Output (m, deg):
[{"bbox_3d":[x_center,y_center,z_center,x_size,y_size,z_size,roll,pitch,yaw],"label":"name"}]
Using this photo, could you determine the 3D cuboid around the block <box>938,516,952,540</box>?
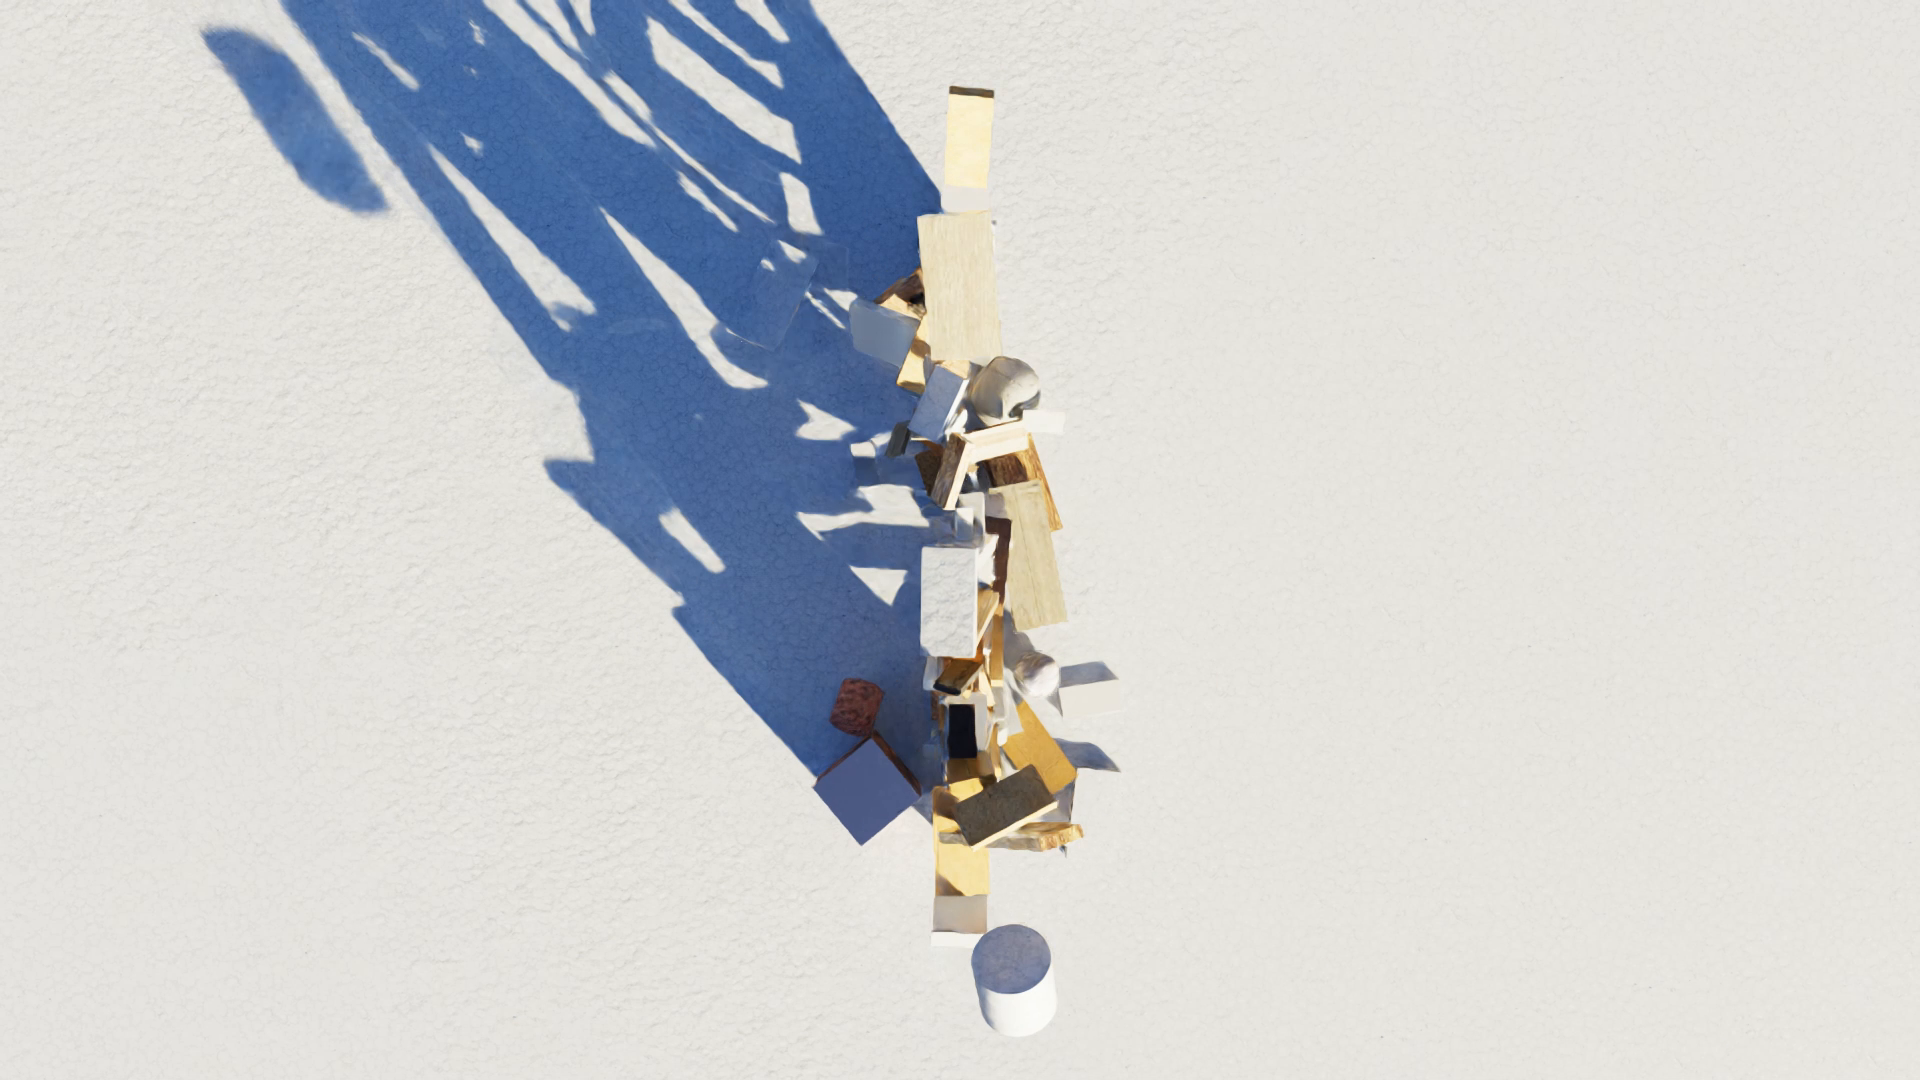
[{"bbox_3d":[0.018,0.020,5.243,0.173,0.049,0.346,-2,48,7],"label":"block"}]

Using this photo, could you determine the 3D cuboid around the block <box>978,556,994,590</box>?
[{"bbox_3d":[0.053,0.104,4.642,0.067,0.019,0.134,13,115,10],"label":"block"}]

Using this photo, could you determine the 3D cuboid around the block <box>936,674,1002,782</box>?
[{"bbox_3d":[0.024,0.565,4.991,0.167,0.047,0.335,-6,53,-1],"label":"block"}]

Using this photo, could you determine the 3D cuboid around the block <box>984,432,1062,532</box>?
[{"bbox_3d":[0.202,-0.173,5.460,0.172,0.049,0.344,-19,90,-11],"label":"block"}]

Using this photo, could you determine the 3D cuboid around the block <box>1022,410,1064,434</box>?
[{"bbox_3d":[0.265,-0.379,5.285,0.137,0.019,0.068,4,93,-12],"label":"block"}]

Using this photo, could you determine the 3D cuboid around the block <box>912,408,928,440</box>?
[{"bbox_3d":[-0.108,-0.326,4.644,0.050,0.014,0.101,-2,57,5],"label":"block"}]

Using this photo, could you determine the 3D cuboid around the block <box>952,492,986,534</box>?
[{"bbox_3d":[0.024,-0.042,4.679,0.091,0.026,0.182,-2,93,10],"label":"block"}]

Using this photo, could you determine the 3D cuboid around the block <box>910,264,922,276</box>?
[{"bbox_3d":[-0.073,-0.807,5.121,0.135,0.270,0.038,20,117,3],"label":"block"}]

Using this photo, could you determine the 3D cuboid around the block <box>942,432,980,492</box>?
[{"bbox_3d":[-0.011,-0.245,5.203,0.095,0.027,0.190,-3,114,37],"label":"block"}]

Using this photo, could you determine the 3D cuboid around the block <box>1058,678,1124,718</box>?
[{"bbox_3d":[0.436,0.527,5.486,0.203,0.029,0.102,-8,90,0],"label":"block"}]

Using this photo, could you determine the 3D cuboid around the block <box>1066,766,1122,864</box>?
[{"bbox_3d":[0.445,0.912,5.479,0.151,0.043,0.302,7,90,0],"label":"block"}]

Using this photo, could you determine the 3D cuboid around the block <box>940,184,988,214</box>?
[{"bbox_3d":[0.002,-0.913,4.908,0.135,0.038,0.270,6,90,0],"label":"block"}]

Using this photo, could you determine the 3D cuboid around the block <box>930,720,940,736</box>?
[{"bbox_3d":[0.002,0.451,5.223,0.173,0.049,0.346,1,64,3],"label":"block"}]

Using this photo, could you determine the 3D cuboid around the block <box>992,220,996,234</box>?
[{"bbox_3d":[0.014,-0.872,5.388,0.180,0.051,0.359,5,120,0],"label":"block"}]

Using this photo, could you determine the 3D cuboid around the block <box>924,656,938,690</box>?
[{"bbox_3d":[-0.013,0.313,4.741,0.144,0.041,0.287,6,47,5],"label":"block"}]

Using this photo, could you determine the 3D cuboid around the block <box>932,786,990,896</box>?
[{"bbox_3d":[0.005,0.901,4.941,0.164,0.046,0.328,-1,101,3],"label":"block"}]

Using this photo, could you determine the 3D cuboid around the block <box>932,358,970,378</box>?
[{"bbox_3d":[-0.022,-0.484,4.468,0.093,0.026,0.186,9,108,-7],"label":"block"}]

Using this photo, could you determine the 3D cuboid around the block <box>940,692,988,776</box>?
[{"bbox_3d":[0.012,0.526,4.459,0.112,0.032,0.225,4,76,-1],"label":"block"}]

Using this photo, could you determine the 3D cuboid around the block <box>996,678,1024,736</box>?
[{"bbox_3d":[0.127,0.550,5.444,0.102,0.029,0.203,-19,84,2],"label":"block"}]

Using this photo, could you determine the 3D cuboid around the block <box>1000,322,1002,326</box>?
[{"bbox_3d":[-0.057,-0.684,5.401,0.359,0.051,0.180,-32,89,25],"label":"block"}]

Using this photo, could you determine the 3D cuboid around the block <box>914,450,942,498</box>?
[{"bbox_3d":[-0.082,-0.204,5.045,0.071,0.020,0.142,-16,97,21],"label":"block"}]

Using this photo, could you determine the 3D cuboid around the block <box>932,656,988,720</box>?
[{"bbox_3d":[0.002,0.390,5.154,0.173,0.049,0.346,0,77,2],"label":"block"}]

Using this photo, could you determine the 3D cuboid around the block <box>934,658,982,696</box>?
[{"bbox_3d":[-0.005,0.364,4.399,0.076,0.151,0.021,16,118,18],"label":"block"}]

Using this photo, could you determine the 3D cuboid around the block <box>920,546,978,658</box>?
[{"bbox_3d":[-0.029,0.163,4.362,0.144,0.041,0.288,2,95,10],"label":"block"}]

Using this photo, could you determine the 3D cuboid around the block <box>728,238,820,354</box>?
[{"bbox_3d":[-0.618,-0.808,5.476,0.172,0.049,0.344,26,90,0],"label":"block"}]

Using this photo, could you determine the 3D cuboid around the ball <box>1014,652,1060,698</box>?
[{"bbox_3d":[0.251,0.445,5.426,0.149,0.149,0.149,0,90,0],"label":"ball"}]

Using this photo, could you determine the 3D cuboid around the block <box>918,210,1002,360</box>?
[{"bbox_3d":[0.002,-0.615,3.989,0.173,0.049,0.347,-4,110,4],"label":"block"}]

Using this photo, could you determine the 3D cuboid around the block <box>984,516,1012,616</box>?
[{"bbox_3d":[0.057,0.068,4.855,0.165,0.047,0.330,7,49,0],"label":"block"}]

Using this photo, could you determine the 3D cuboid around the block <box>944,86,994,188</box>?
[{"bbox_3d":[0.020,-1.143,5.212,0.135,0.680,0.038,5,54,0],"label":"block"}]

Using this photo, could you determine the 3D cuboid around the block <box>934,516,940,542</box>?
[{"bbox_3d":[-0.028,-0.092,5.444,0.102,0.029,0.204,4,65,0],"label":"block"}]

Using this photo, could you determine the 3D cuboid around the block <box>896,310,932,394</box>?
[{"bbox_3d":[-0.054,-0.557,4.683,0.153,0.043,0.307,20,109,-10],"label":"block"}]

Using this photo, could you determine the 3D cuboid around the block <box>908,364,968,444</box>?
[{"bbox_3d":[-0.059,-0.366,4.447,0.095,0.027,0.190,31,104,22],"label":"block"}]

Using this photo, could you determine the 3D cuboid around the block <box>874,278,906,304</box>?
[{"bbox_3d":[-0.198,-0.727,5.206,0.135,0.270,0.038,34,133,6],"label":"block"}]

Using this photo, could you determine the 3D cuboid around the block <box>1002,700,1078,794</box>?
[{"bbox_3d":[0.243,0.699,5.456,0.151,0.043,0.302,-36,81,0],"label":"block"}]

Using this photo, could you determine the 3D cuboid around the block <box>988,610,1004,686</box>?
[{"bbox_3d":[0.053,0.306,5.371,0.173,0.049,0.346,-1,64,4],"label":"block"}]

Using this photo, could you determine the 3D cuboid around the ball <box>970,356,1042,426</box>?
[{"bbox_3d":[0.149,-0.478,5.381,0.238,0.238,0.238,0,90,0],"label":"ball"}]

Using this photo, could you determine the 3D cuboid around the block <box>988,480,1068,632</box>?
[{"bbox_3d":[0.222,0.050,5.398,0.172,0.049,0.473,-11,91,-2],"label":"block"}]

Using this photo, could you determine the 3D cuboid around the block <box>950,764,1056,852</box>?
[{"bbox_3d":[0.107,0.667,4.114,0.239,0.034,0.119,-26,58,-11],"label":"block"}]

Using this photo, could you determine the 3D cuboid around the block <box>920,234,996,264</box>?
[{"bbox_3d":[-0.040,-0.853,5.290,0.180,0.051,0.359,31,114,13],"label":"block"}]

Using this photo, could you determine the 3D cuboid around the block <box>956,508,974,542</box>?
[{"bbox_3d":[0.012,-0.043,4.567,0.045,0.013,0.090,-2,94,-11],"label":"block"}]

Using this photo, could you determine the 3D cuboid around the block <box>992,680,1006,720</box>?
[{"bbox_3d":[0.053,0.421,5.423,0.173,0.049,0.346,-4,80,3],"label":"block"}]

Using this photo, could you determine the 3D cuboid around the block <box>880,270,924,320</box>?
[{"bbox_3d":[-0.174,-0.687,5.029,0.135,0.038,0.270,44,119,-13],"label":"block"}]

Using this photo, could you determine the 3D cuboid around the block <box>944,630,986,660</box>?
[{"bbox_3d":[0.015,0.257,4.603,0.095,0.027,0.190,17,50,10],"label":"block"}]

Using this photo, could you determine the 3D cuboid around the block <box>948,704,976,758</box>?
[{"bbox_3d":[0.007,0.498,4.291,0.069,0.020,0.139,-2,83,1],"label":"block"}]
